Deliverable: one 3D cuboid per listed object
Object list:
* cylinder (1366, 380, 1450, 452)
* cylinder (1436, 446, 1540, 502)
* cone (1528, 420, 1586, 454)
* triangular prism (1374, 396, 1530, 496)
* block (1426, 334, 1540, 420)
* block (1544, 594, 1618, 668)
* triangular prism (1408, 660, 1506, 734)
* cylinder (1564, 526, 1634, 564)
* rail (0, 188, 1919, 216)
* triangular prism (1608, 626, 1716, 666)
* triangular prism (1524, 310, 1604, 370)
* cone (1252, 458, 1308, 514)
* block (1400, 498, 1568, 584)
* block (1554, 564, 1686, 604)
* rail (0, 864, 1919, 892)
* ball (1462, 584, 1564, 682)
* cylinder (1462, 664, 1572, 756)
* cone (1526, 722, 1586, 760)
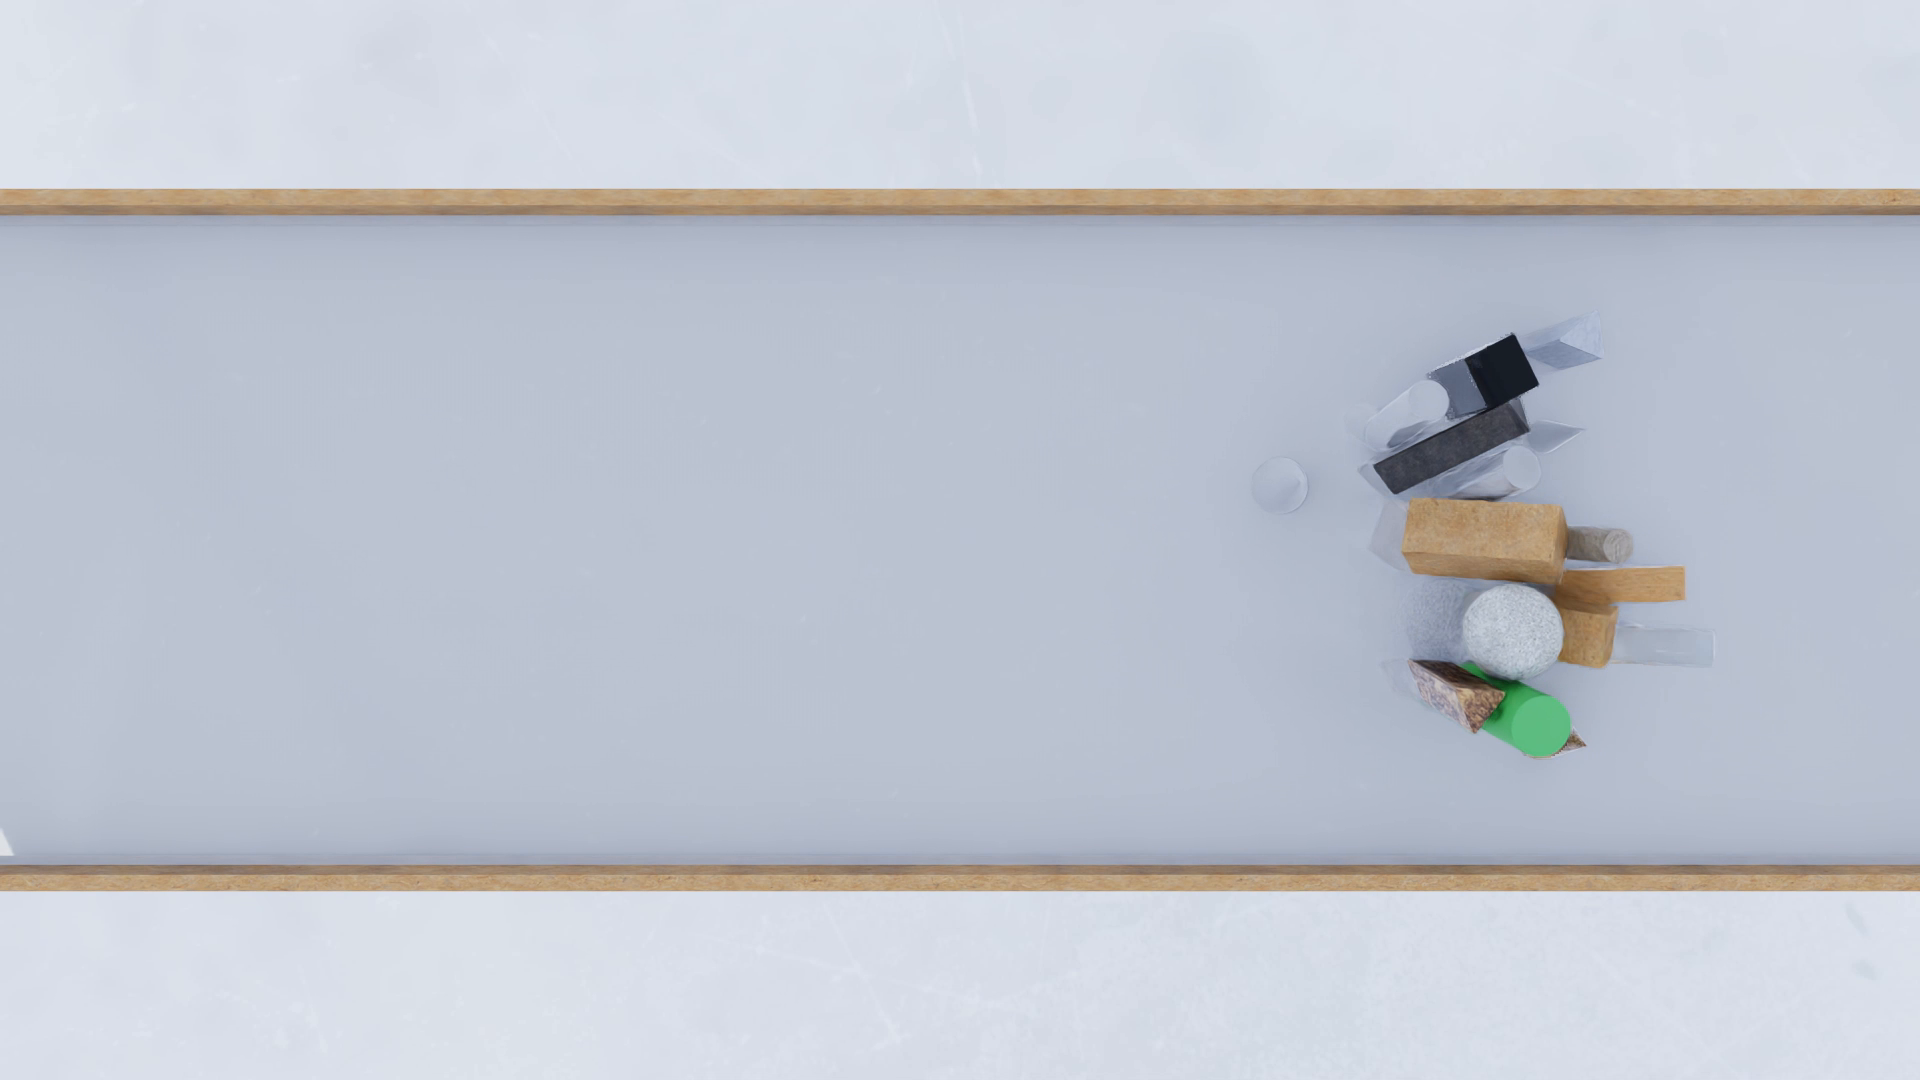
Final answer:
[{"bbox_3d":[1.318,-0.364,4.877,0.120,0.383,0.120,1,80,-4],"label":"cylinder"},{"bbox_3d":[1.566,-0.173,4.906,0.133,0.315,0.133,5,75,-20],"label":"cylinder"},{"bbox_3d":[1.799,-0.319,4.906,0.103,0.342,0.103,0,90,0],"label":"cone"},{"bbox_3d":[1.444,-0.295,4.889,0.445,0.106,0.123,-29,54,33],"label":"triangular prism"},{"bbox_3d":[1.538,-0.477,4.878,0.161,0.396,0.161,-26,90,0],"label":"block"},{"bbox_3d":[1.770,0.261,4.915,0.319,0.157,0.157,10,104,29],"label":"block"},{"bbox_3d":[1.434,0.428,4.856,0.123,0.420,0.143,35,94,-7],"label":"triangular prism"},{"bbox_3d":[1.832,0.010,4.883,0.100,0.373,0.100,-1,92,-15],"label":"cylinder"},{"bbox_3d":[-2.247,-1.025,5.002,12.000,0.150,0.050,0,90,0],"label":"rail"},{"bbox_3d":[2.009,0.295,4.915,0.432,0.106,0.092,1,129,28],"label":"triangular prism"},{"bbox_3d":[1.813,-0.606,4.913,0.137,0.326,0.119,22,90,0],"label":"triangular prism"},{"bbox_3d":[0.984,-0.168,4.923,0.174,0.307,0.174,0,90,0],"label":"cone"},{"bbox_3d":[1.550,0.002,4.871,0.429,0.176,0.176,4,69,29],"label":"block"},{"bbox_3d":[1.983,0.136,4.967,0.363,0.101,0.101,-3,90,20],"label":"block"},{"bbox_3d":[-2.247,1.025,5.001,12.000,0.150,0.050,0,90,0],"label":"rail"},{"bbox_3d":[1.596,0.268,4.763,0.280,0.280,0.280,0,90,0],"label":"ball"},{"bbox_3d":[1.600,0.493,4.837,0.174,0.456,0.174,-1,97,-6],"label":"cylinder"},{"bbox_3d":[1.793,0.589,4.895,0.176,0.364,0.176,0,90,0],"label":"cone"}]
